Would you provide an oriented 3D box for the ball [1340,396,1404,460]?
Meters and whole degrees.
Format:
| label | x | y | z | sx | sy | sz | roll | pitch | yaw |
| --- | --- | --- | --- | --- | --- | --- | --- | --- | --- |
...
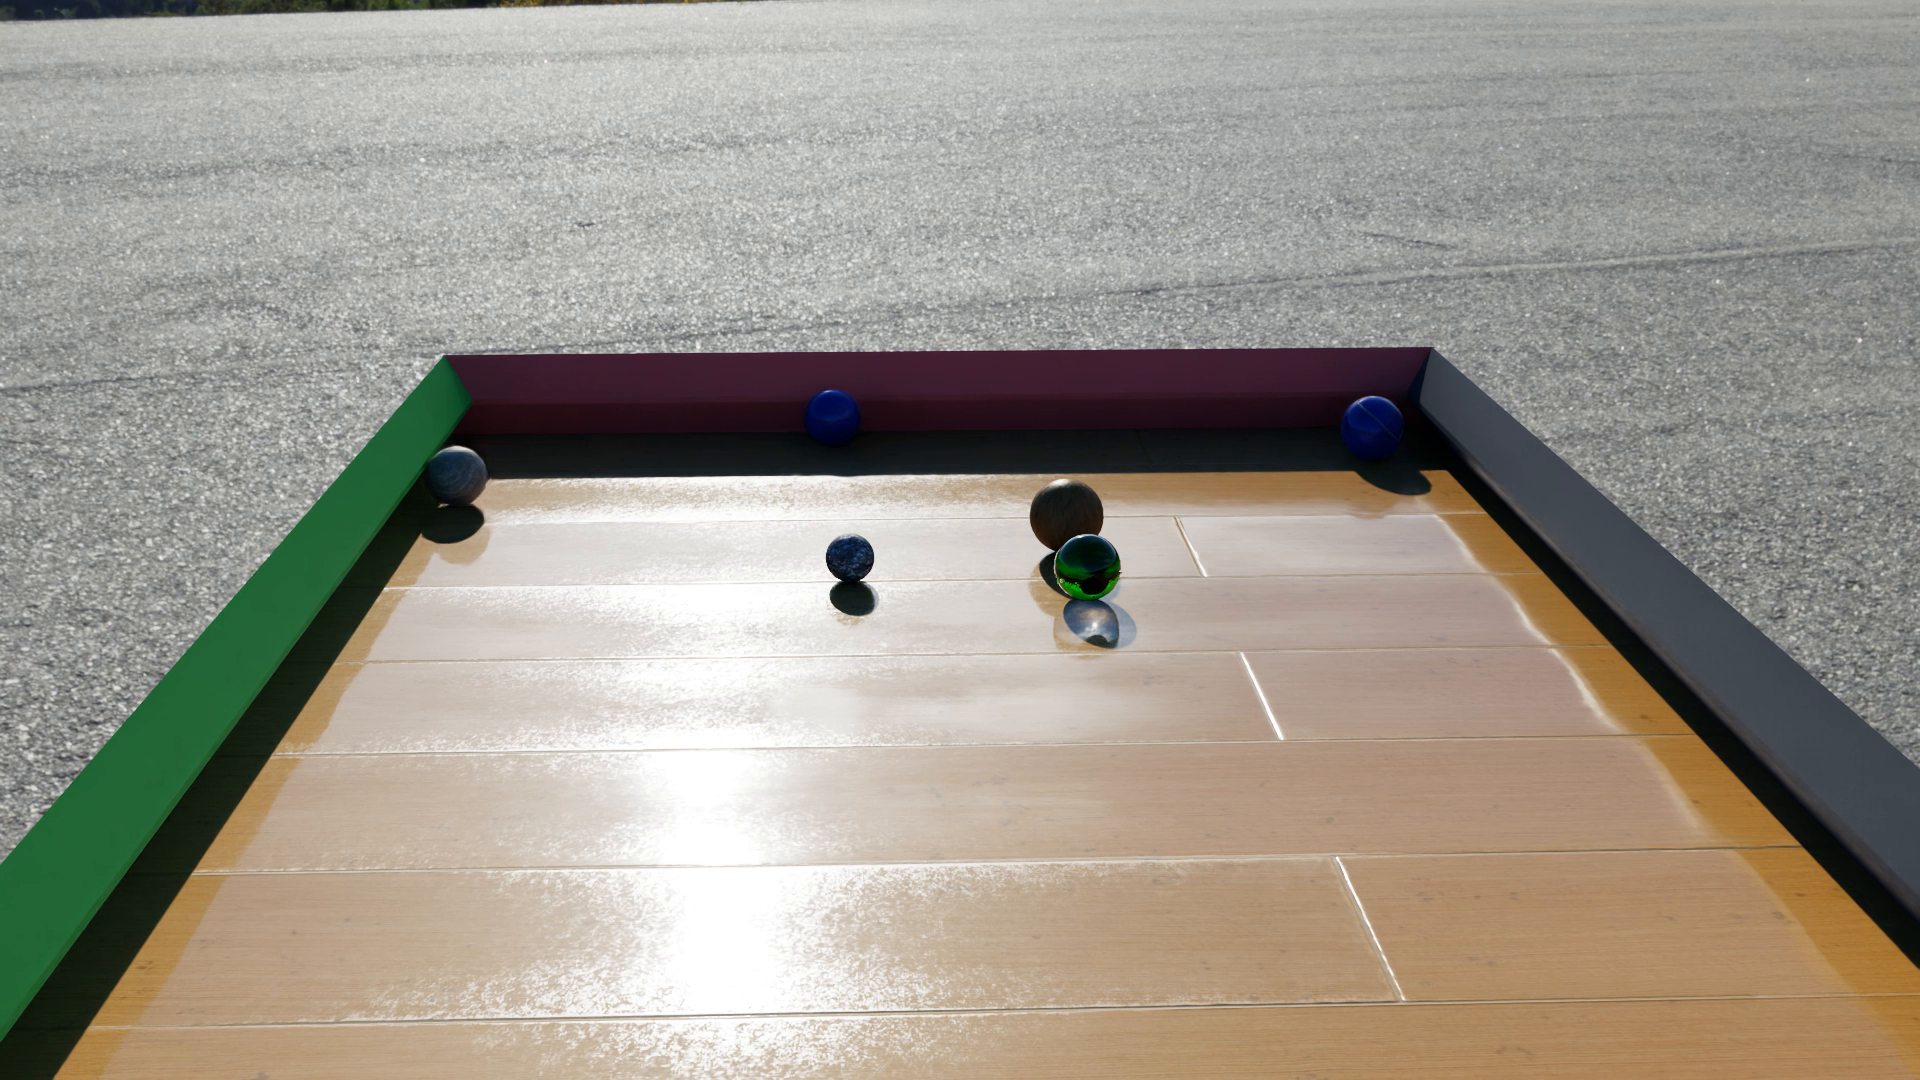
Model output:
| label | x | y | z | sx | sy | sz | roll | pitch | yaw |
| --- | --- | --- | --- | --- | --- | --- | --- | --- | --- |
| ball | 0.573 | -0.156 | 3.053 | 0.088 | 0.088 | 0.088 | 0 | 17 | 0 |

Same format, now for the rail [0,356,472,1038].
| label | x | y | z | sx | sy | sz | roll | pitch | yaw |
| --- | --- | --- | --- | --- | --- | --- | --- | --- | --- |
| rail | -0.668 | 0.187 | 1.885 | 0.045 | 0.116 | 2.708 | -1 | 17 | -2 |

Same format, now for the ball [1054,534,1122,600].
| label | x | y | z | sx | sy | sz | roll | pitch | yaw |
| --- | --- | --- | --- | --- | --- | --- | --- | --- | --- |
| ball | 0.143 | 0.030 | 2.468 | 0.075 | 0.075 | 0.075 | 0 | 17 | 0 |

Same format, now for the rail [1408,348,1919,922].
| label | x | y | z | sx | sy | sz | roll | pitch | yaw |
| --- | --- | --- | --- | --- | --- | --- | --- | --- | --- |
| rail | 0.719 | 0.172 | 1.935 | 0.045 | 0.116 | 2.708 | -1 | 17 | -2 |

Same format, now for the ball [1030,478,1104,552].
| label | x | y | z | sx | sy | sz | roll | pitch | yaw |
| --- | --- | --- | --- | --- | --- | --- | --- | --- | --- |
| ball | 0.128 | -0.029 | 2.637 | 0.090 | 0.090 | 0.090 | 0 | 17 | 0 |

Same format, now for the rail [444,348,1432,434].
| label | x | y | z | sx | sy | sz | roll | pitch | yaw |
| --- | --- | --- | --- | --- | --- | --- | --- | --- | --- |
| rail | -0.025 | -0.211 | 3.180 | 1.435 | 0.116 | 0.045 | -1 | 17 | -2 |

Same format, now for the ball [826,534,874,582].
| label | x | y | z | sx | sy | sz | roll | pitch | yaw |
| --- | --- | --- | --- | --- | --- | --- | --- | --- | --- |
| ball | -0.127 | 0.020 | 2.532 | 0.057 | 0.057 | 0.057 | 0 | 17 | 0 |

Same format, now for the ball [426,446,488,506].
| label | x | y | z | sx | sy | sz | roll | pitch | yaw |
| --- | --- | --- | --- | --- | --- | --- | --- | --- | --- |
| ball | -0.648 | -0.082 | 2.830 | 0.078 | 0.078 | 0.078 | 0 | 17 | 0 |

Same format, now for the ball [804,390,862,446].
| label | x | y | z | sx | sy | sz | roll | pitch | yaw |
| --- | --- | --- | --- | --- | --- | --- | --- | --- | --- |
| ball | -0.180 | -0.174 | 3.123 | 0.080 | 0.080 | 0.080 | 0 | 17 | 0 |
